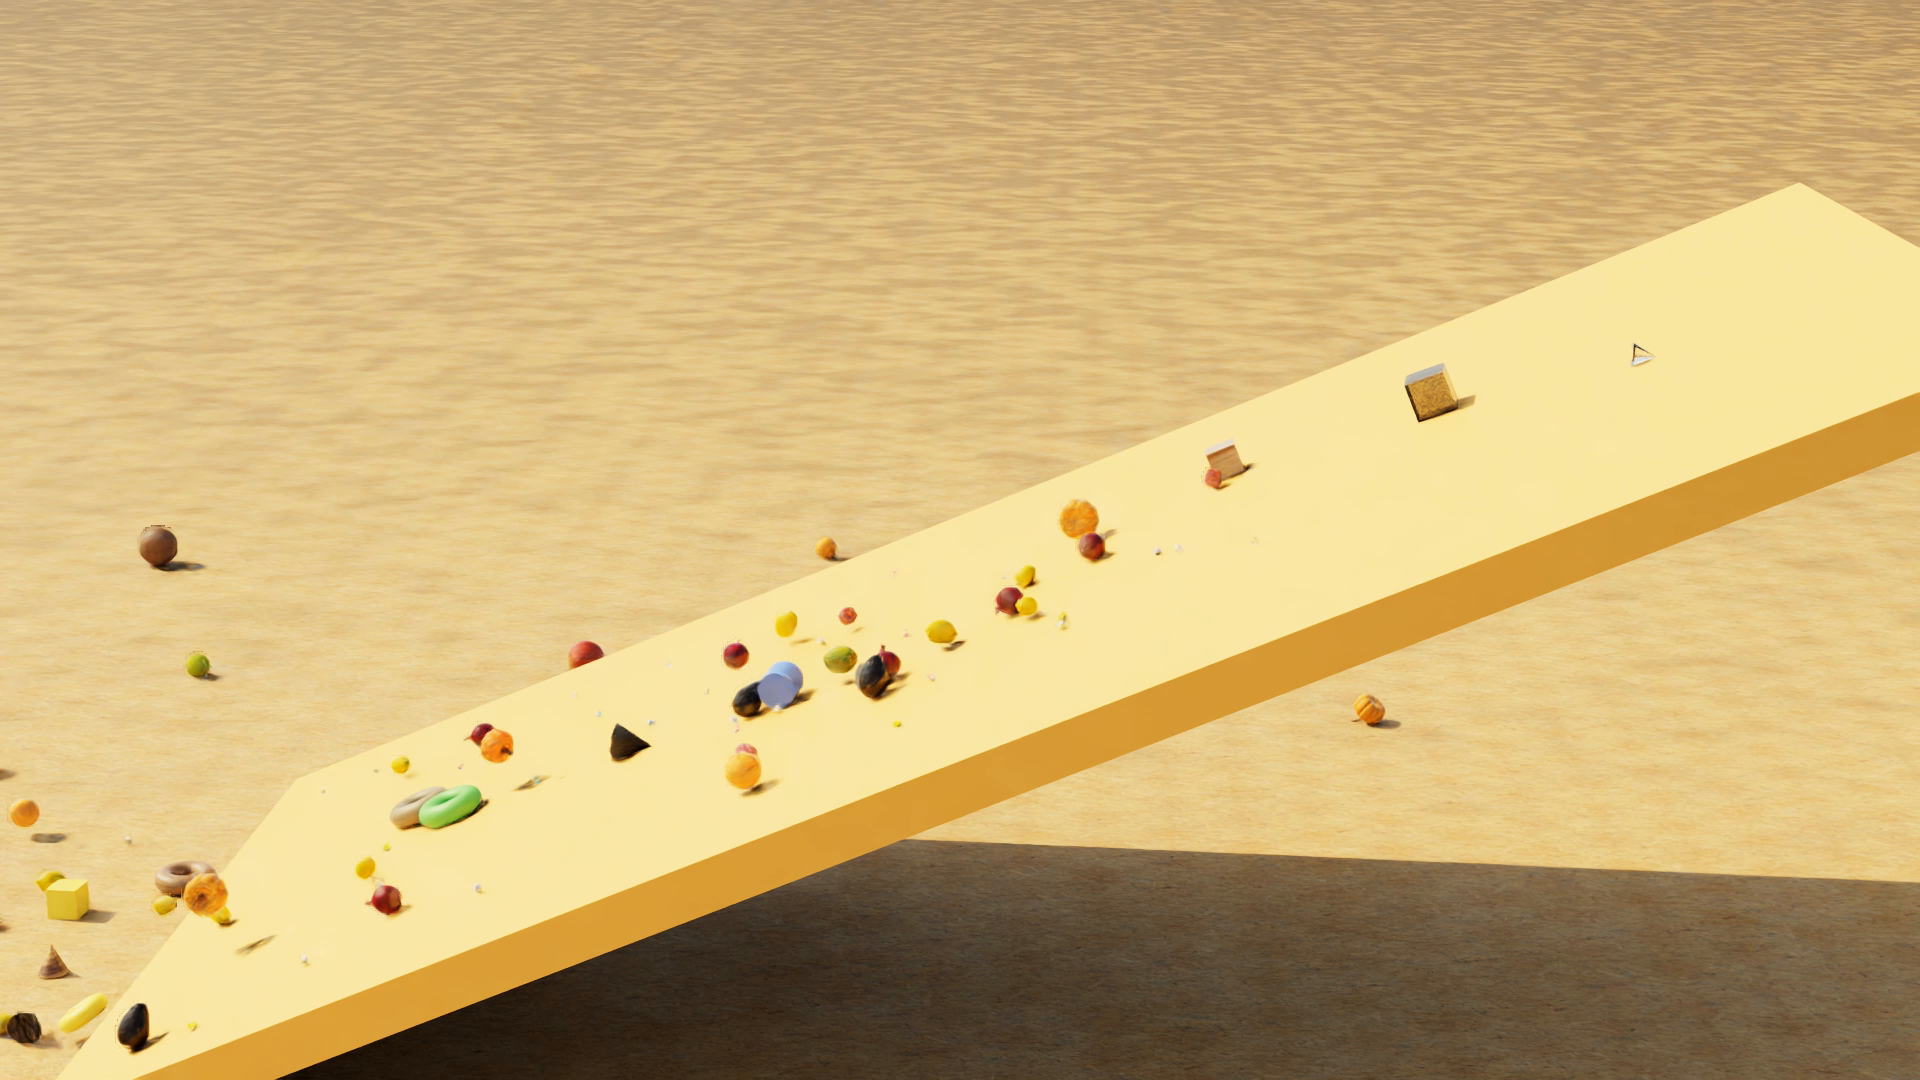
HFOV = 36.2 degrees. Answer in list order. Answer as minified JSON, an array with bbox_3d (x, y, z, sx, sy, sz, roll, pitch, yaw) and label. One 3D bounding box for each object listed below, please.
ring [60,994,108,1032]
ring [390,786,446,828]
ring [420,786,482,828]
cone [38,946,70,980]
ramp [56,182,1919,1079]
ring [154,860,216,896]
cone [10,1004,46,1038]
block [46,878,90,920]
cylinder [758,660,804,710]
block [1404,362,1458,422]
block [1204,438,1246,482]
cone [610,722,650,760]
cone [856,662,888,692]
[{"bbox_3d":[-1.832,0.988,6.146,0.110,0.037,0.110,-33,9,6],"label":"ring"},{"bbox_3d":[-1.206,0.596,6.570,0.143,0.048,0.143,-23,11,5],"label":"ring"},{"bbox_3d":[-1.119,0.585,6.458,0.147,0.049,0.147,-21,13,5],"label":"ring"},{"bbox_3d":[-2.006,0.926,6.501,0.070,0.070,0.070,0,14,0],"label":"cone"},{"bbox_3d":[0.127,0.172,6.288,4.000,0.100,2.000,-22,12,8],"label":"ramp"},{"bbox_3d":[-1.848,0.806,7.018,0.144,0.048,0.144,0,16,0],"label":"ring"},{"bbox_3d":[-1.952,1.009,6.168,0.070,0.070,0.070,-4,-6,-14],"label":"cone"},{"bbox_3d":[-2.077,0.837,6.850,0.071,0.071,0.071,2,14,7],"label":"block"},{"bbox_3d":[-0.378,0.306,6.213,0.080,0.080,0.080,3,18,11],"label":"cylinder"},{"bbox_3d":[1.011,-0.316,6.308,0.087,0.087,0.087,-20,13,17],"label":"block"},{"bbox_3d":[0.588,-0.177,6.532,0.067,0.067,0.067,-22,12,7],"label":"block"},{"bbox_3d":[-0.704,0.439,6.344,0.082,0.082,0.082,6,15,7],"label":"cone"},{"bbox_3d":[-0.174,0.283,6.064,0.062,0.062,0.062,1,11,-36],"label":"cone"}]
